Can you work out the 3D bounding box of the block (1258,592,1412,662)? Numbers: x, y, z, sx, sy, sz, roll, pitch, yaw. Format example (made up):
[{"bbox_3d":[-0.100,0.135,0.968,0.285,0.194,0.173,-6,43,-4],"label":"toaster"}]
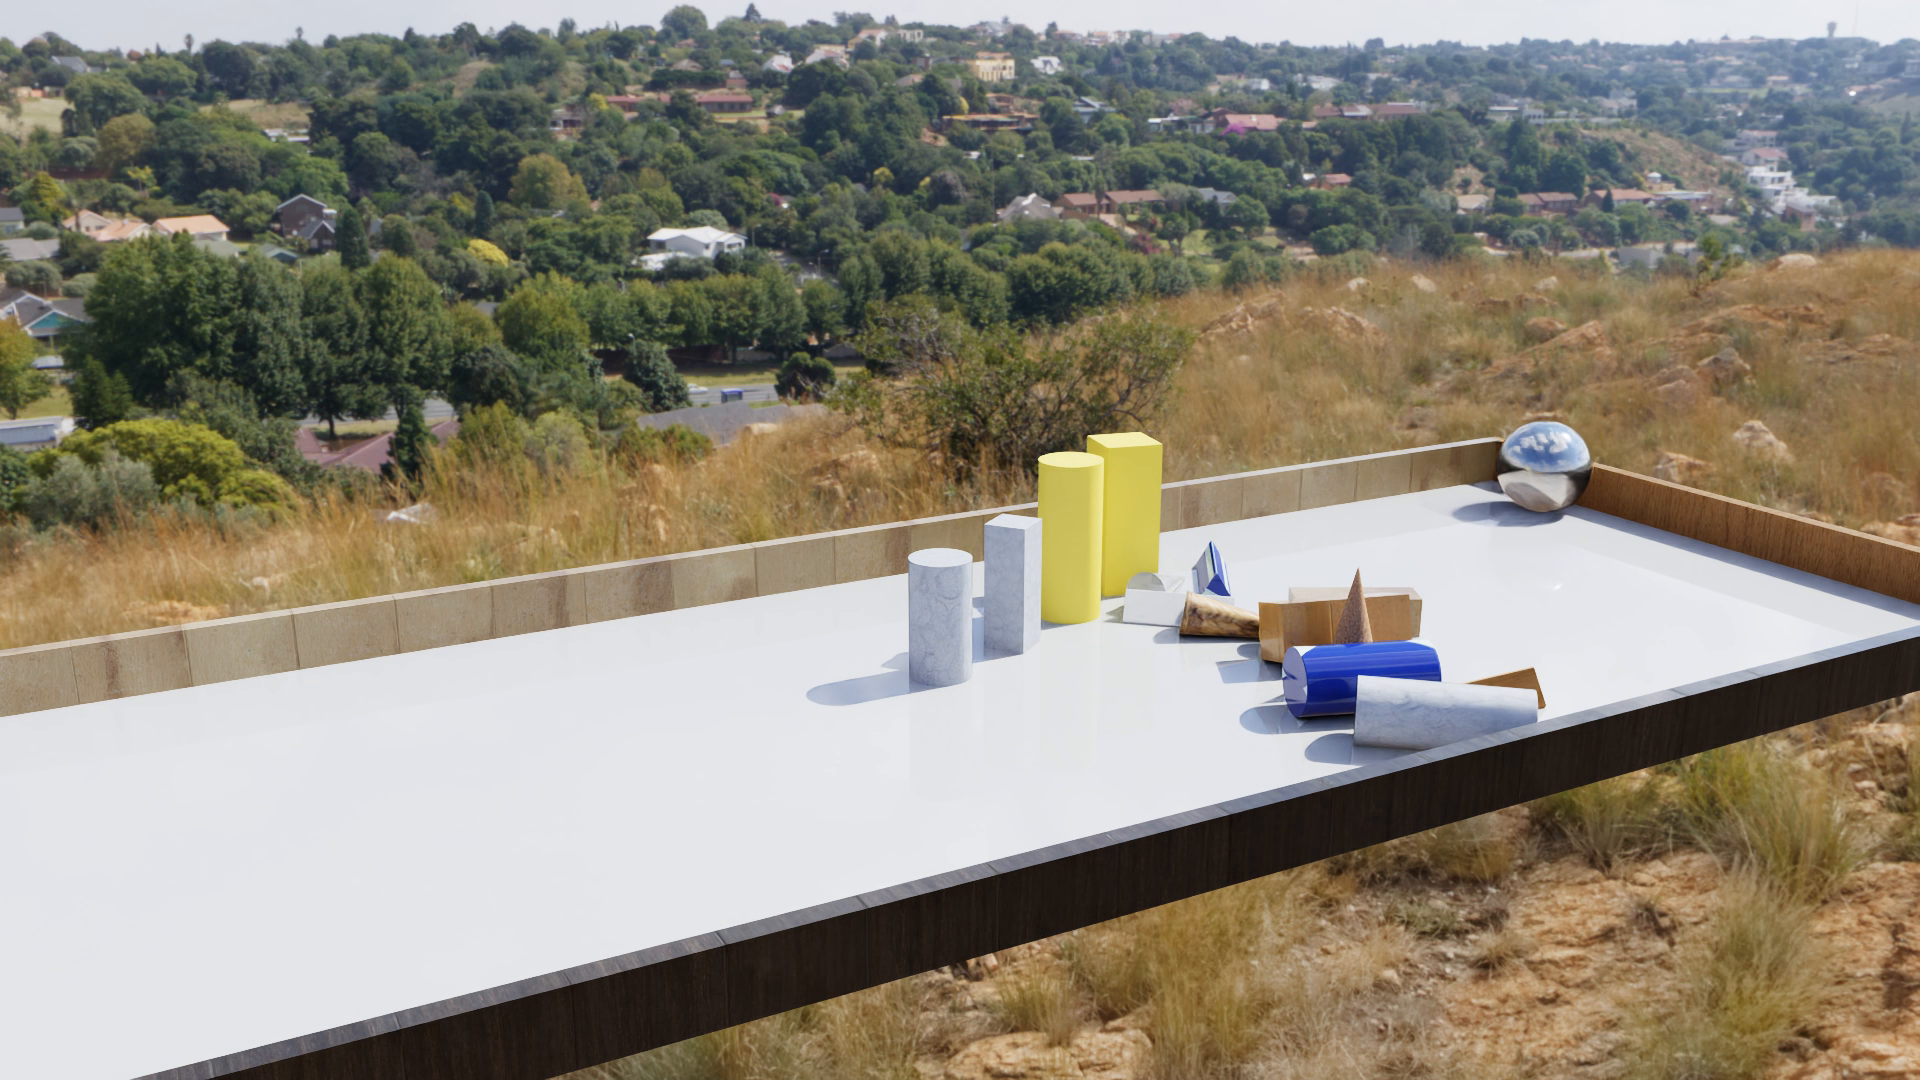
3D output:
[{"bbox_3d":[0.968,0.225,4.262,0.352,0.150,0.150,-4,1,-12],"label":"block"}]

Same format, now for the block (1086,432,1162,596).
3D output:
[{"bbox_3d":[0.476,-0.077,4.833,0.167,0.442,0.167,-5,17,-16],"label":"block"}]

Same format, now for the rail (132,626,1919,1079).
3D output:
[{"bbox_3d":[-2.336,1.006,1.665,12.000,0.150,0.050,-9,18,-27],"label":"rail"}]

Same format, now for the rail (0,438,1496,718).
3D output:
[{"bbox_3d":[-3.305,0.497,3.399,12.000,0.150,0.050,-9,18,-27],"label":"rail"}]

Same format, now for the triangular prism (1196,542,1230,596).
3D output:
[{"bbox_3d":[0.757,0.086,4.920,0.088,0.076,0.341,1,16,6],"label":"triangular prism"}]

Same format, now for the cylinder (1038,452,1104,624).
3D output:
[{"bbox_3d":[0.305,-0.007,4.586,0.180,0.446,0.180,0,16,0],"label":"cylinder"}]

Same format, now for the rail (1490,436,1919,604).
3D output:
[{"bbox_3d":[2.466,-0.048,5.253,0.050,0.150,2.100,-9,18,-27],"label":"rail"}]

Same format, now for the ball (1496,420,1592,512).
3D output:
[{"bbox_3d":[2.006,-0.255,5.670,0.312,0.312,0.312,0,16,0],"label":"ball"}]

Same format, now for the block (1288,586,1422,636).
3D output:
[{"bbox_3d":[1.074,0.196,4.499,0.339,0.107,0.107,0,16,0],"label":"block"}]

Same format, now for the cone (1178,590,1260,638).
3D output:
[{"bbox_3d":[0.816,0.235,4.451,0.432,0.120,0.120,10,18,7],"label":"cone"}]

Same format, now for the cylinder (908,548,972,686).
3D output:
[{"bbox_3d":[-0.049,0.193,4.144,0.160,0.312,0.160,0,16,0],"label":"cylinder"}]

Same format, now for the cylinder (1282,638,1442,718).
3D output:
[{"bbox_3d":[0.957,0.329,3.939,0.332,0.167,0.167,-3,17,-9],"label":"cylinder"}]

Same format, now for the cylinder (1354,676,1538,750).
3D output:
[{"bbox_3d":[1.089,0.399,3.717,0.386,0.158,0.158,4,17,13],"label":"cylinder"}]

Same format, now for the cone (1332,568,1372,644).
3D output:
[{"bbox_3d":[0.975,0.212,4.080,0.152,0.312,0.152,0,16,0],"label":"cone"}]

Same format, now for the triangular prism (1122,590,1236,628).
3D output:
[{"bbox_3d":[0.608,0.186,4.567,0.301,0.083,0.095,4,17,13],"label":"triangular prism"}]

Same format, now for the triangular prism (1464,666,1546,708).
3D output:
[{"bbox_3d":[1.240,0.371,3.930,0.338,0.086,0.099,-9,18,-27],"label":"triangular prism"}]

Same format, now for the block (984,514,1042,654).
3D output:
[{"bbox_3d":[0.140,0.115,4.358,0.114,0.341,0.114,8,18,25],"label":"block"}]

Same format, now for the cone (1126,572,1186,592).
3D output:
[{"bbox_3d":[0.603,0.129,4.812,0.117,0.117,0.374,8,9,25],"label":"cone"}]
